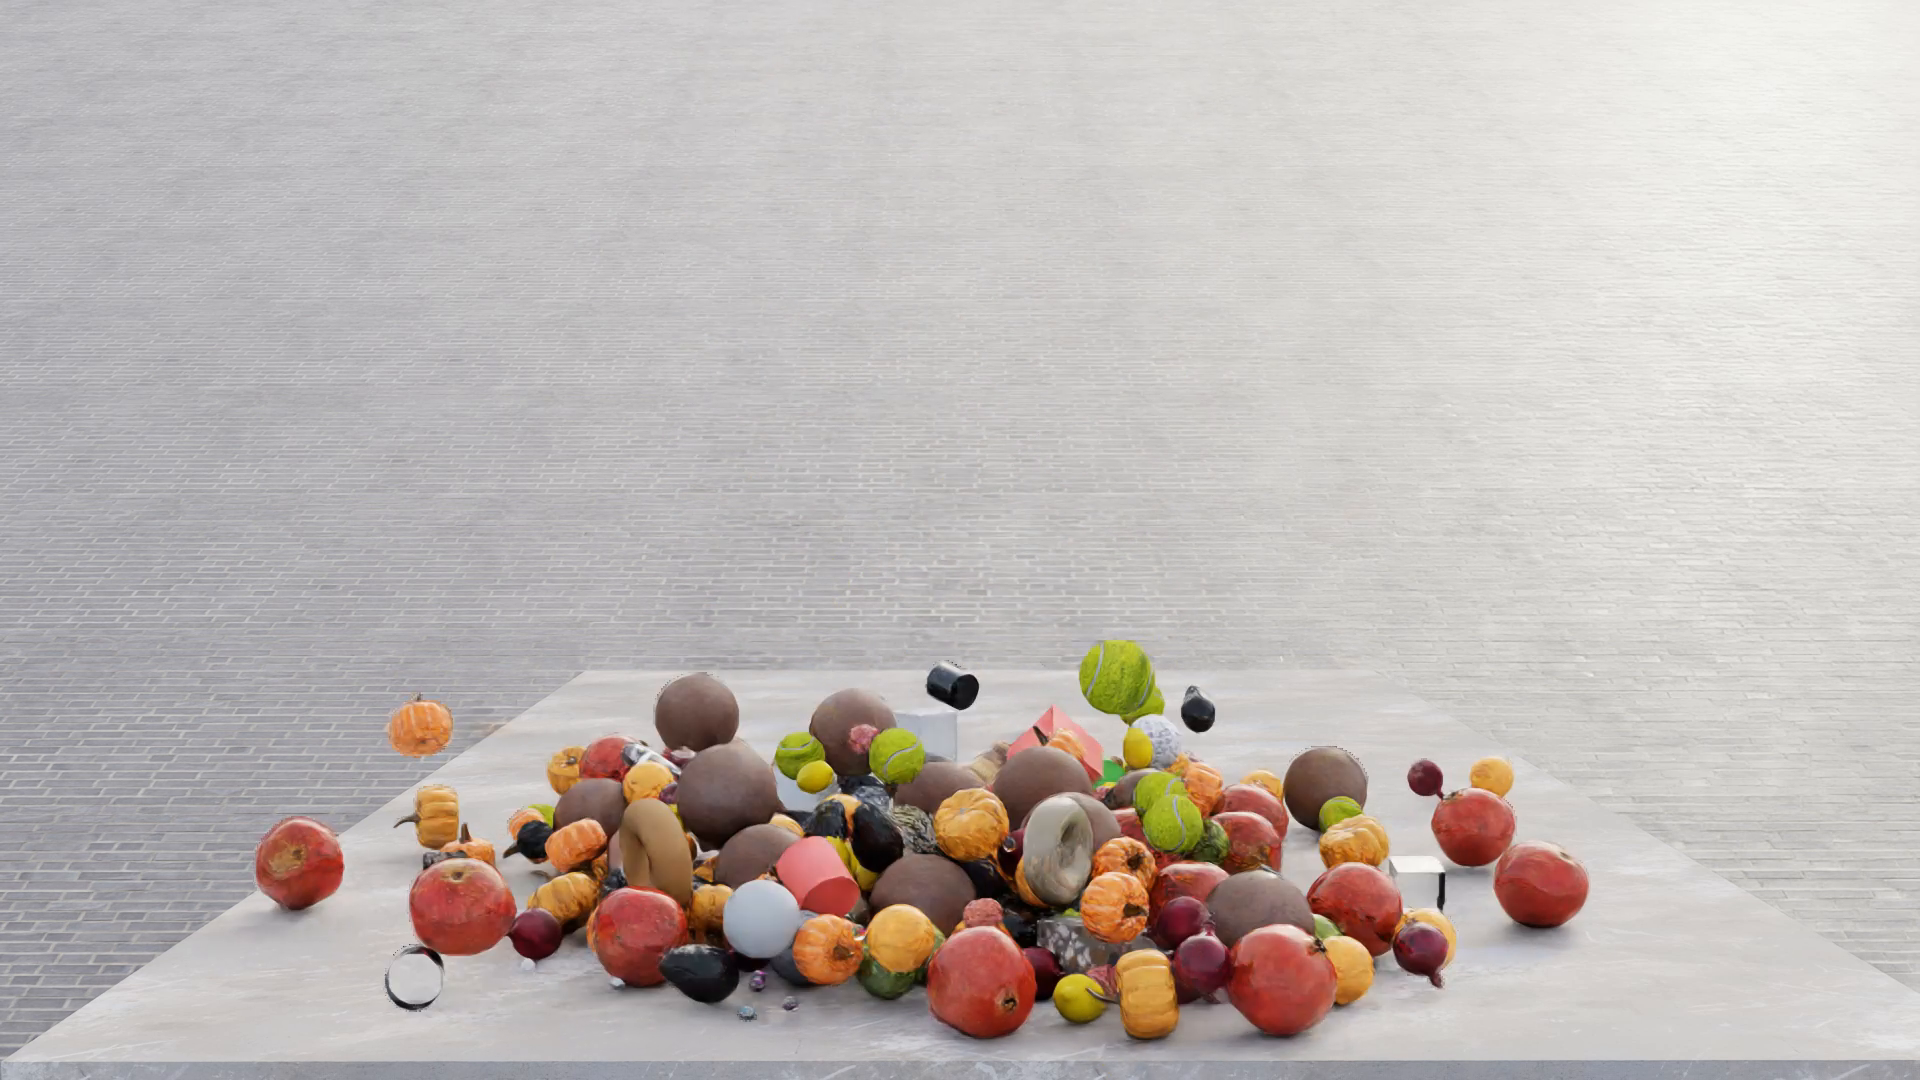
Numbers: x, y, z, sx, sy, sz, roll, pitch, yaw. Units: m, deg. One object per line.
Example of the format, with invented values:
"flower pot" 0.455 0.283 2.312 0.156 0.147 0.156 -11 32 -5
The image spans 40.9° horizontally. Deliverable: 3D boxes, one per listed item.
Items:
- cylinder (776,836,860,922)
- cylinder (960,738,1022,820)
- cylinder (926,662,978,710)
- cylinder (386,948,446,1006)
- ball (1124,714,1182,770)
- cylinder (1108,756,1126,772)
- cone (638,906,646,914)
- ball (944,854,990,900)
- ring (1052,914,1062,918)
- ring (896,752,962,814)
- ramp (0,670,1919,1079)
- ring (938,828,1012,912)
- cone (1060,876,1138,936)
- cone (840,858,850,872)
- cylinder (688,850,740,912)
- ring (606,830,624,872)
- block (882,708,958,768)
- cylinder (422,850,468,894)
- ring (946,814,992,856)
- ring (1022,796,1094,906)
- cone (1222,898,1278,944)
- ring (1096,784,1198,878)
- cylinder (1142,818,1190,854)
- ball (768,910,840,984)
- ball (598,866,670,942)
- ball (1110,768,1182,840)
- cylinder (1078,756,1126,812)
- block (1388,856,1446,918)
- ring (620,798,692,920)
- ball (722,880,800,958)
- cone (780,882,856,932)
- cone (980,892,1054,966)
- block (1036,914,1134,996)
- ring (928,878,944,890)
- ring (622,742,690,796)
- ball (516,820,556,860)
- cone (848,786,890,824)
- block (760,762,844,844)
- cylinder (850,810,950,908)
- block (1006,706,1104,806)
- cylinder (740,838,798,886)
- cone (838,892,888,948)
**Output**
"cylinder" -0.163 0.391 2.950 0.072 0.072 0.072 -14 48 -29
"cylinder" 0.054 0.379 4.073 0.092 0.092 0.092 -38 36 -16
"cylinder" -0.011 0.207 3.643 0.053 0.053 0.053 -17 26 -35
"cylinder" -0.585 0.471 2.768 0.060 0.060 0.060 -6 -9 -15
"ball" 0.275 0.290 3.672 0.082 0.082 0.082 0 23 0
"cylinder" 0.237 0.397 4.361 0.063 0.063 0.063 -22 14 -42
"cone" -0.389 0.441 3.289 0.058 0.058 0.058 -15 -15 -4
"ball" 0.013 0.441 3.388 0.067 0.067 0.067 0 23 0
"ring" 0.096 0.466 3.101 0.097 0.032 0.097 9 -3 1
"ring" -0.047 0.371 3.928 0.101 0.034 0.101 -3 56 5
"ramp" 0.052 0.472 4.536 2.000 0.100 4.000 0 3 0
"ring" 0.019 0.406 3.142 0.042 0.126 0.126 -38 31 -5
"cone" 0.148 0.444 3.070 0.093 0.093 0.093 -17 8 -35
"cone" -0.172 0.460 3.362 0.067 0.067 0.067 -31 34 -25
"cylinder" -0.325 0.443 3.333 0.069 0.069 0.069 2 3 6
"ring" -0.391 0.412 3.251 0.122 0.041 0.122 30 34 -23
"block" -0.074 0.364 4.729 0.099 0.099 0.099 2 4 42
"cylinder" -0.688 0.444 3.436 0.055 0.055 0.055 -2 22 -17
"ring" 0.009 0.426 3.627 0.077 0.077 0.026 -7 -11 -16
"ring" 0.111 0.352 2.908 0.041 0.123 0.123 0 19 31
"cone" 0.343 0.473 3.113 0.061 0.061 0.061 -27 16 19
"ring" 0.259 0.395 3.560 0.146 0.146 0.049 -5 -7 -12
"cylinder" 0.300 0.431 3.751 0.051 0.051 0.051 -3 17 36
"ball" -0.175 0.456 2.883 0.081 0.081 0.081 0 23 0
"ball" -0.393 0.440 3.124 0.095 0.095 0.095 0 23 0
"ball" 0.246 0.349 3.407 0.095 0.095 0.095 0 23 0
"cylinder" 0.224 0.395 4.194 0.086 0.086 0.086 -2 3 -6
"block" 0.584 0.444 3.293 0.061 0.061 0.061 0 12 -2
"ring" -0.353 0.371 2.989 0.049 0.146 0.146 -12 25 -26
"ball" -0.216 0.412 2.792 0.085 0.085 0.085 0 23 0
"cone" -0.185 0.427 2.992 0.093 0.093 0.093 -28 79 -48
"cone" 0.080 0.471 3.030 0.090 0.090 0.090 -8 63 16
"block" 0.138 0.458 2.845 0.076 0.076 0.076 -1 -1 -32
"ring" -0.054 0.440 3.470 0.081 0.027 0.081 37 9 -7
"ring" -0.435 0.327 3.677 0.111 0.037 0.111 32 -10 6
"ball" -0.568 0.402 3.449 0.052 0.052 0.052 0 23 0
"cone" -0.127 0.395 3.703 0.061 0.061 0.061 -4 55 5
"block" -0.234 0.393 3.820 0.086 0.086 0.086 0 47 19
"cylinder" -0.072 0.395 3.191 0.094 0.094 0.094 14 23 30
"block" 0.137 0.322 3.729 0.098 0.098 0.098 41 18 -12
"cylinder" -0.251 0.431 3.393 0.076 0.076 0.076 -1 -6 0
"cone" -0.136 0.472 3.076 0.076 0.076 0.076 -27 26 -2
